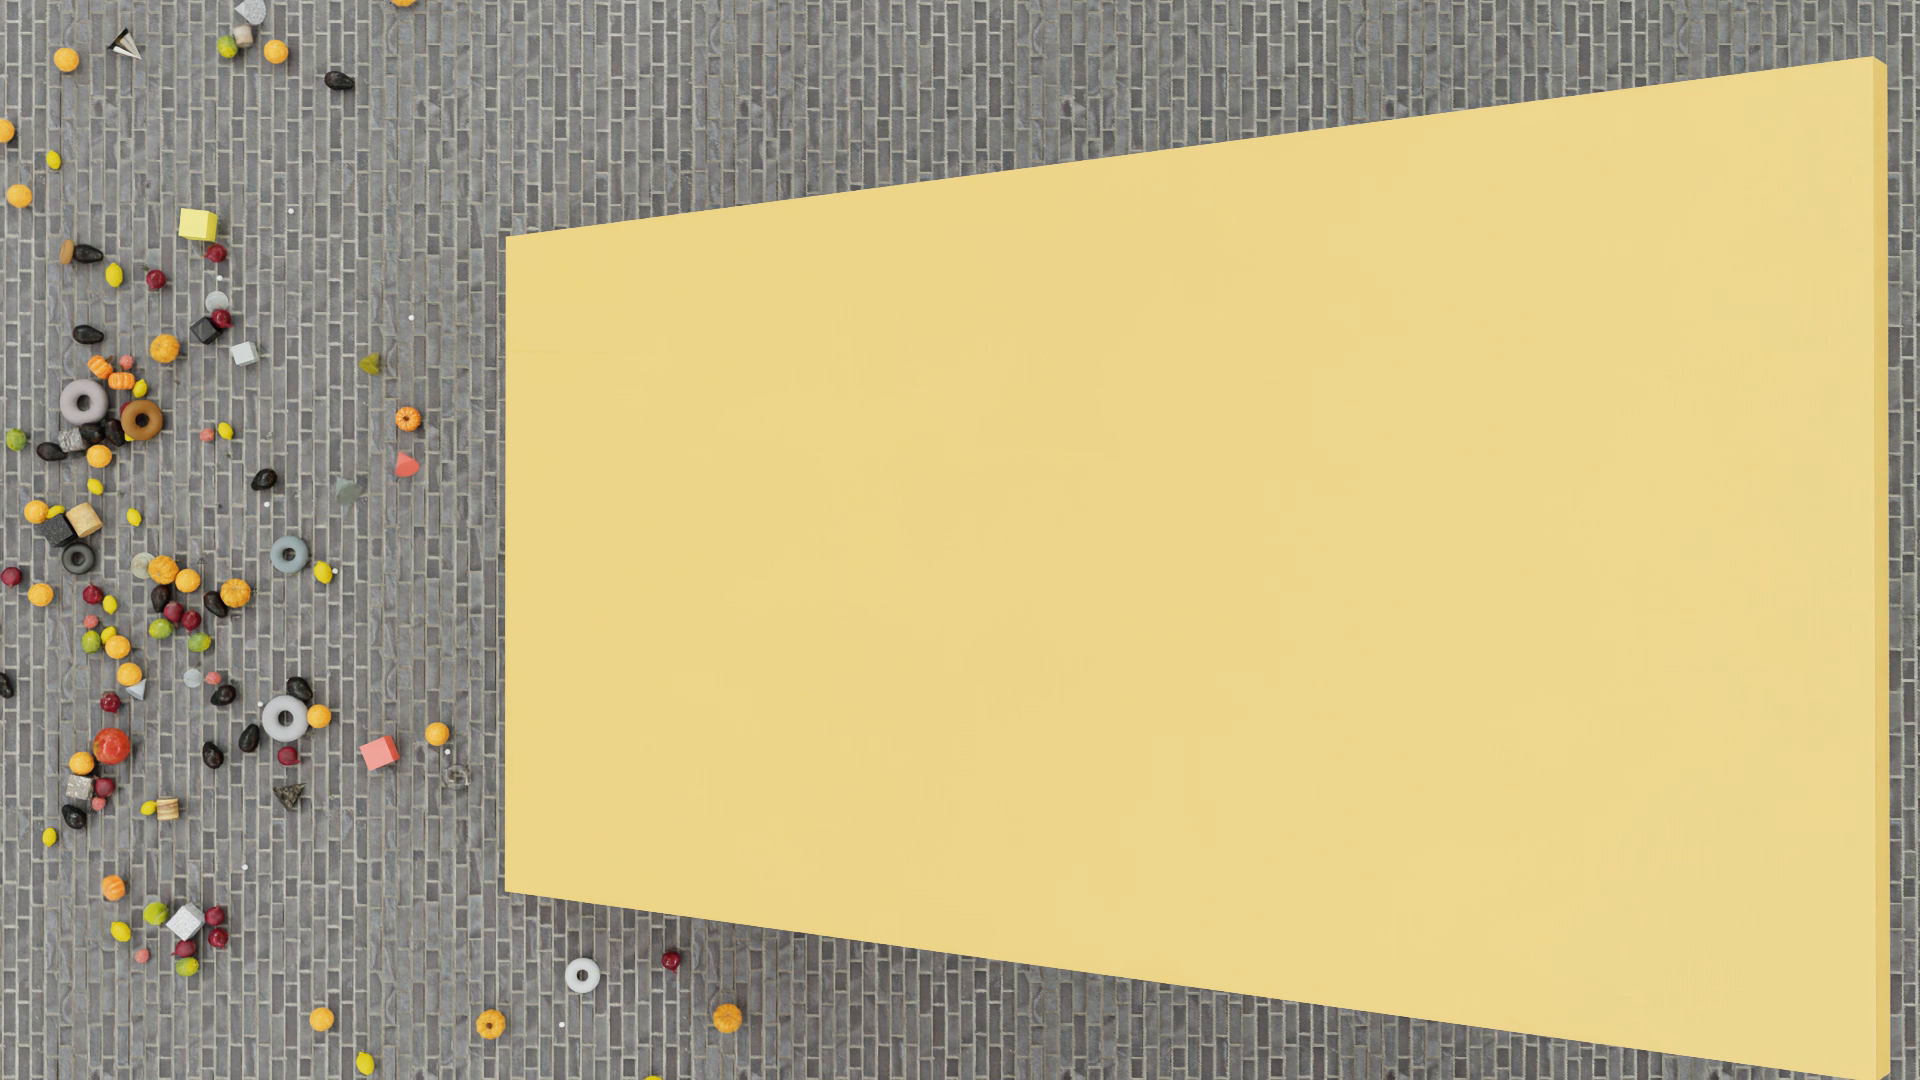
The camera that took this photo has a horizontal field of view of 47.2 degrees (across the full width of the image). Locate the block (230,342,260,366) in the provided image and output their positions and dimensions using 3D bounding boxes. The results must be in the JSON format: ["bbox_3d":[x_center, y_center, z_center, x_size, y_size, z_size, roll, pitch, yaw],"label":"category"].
[{"bbox_3d":[-2.202,-0.574,6.778,0.057,0.057,0.057,-18,90,0],"label":"block"}]

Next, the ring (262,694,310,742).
[{"bbox_3d":[-2.077,0.550,6.775,0.146,0.049,0.146,0,91,1],"label":"ring"}]

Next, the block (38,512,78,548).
[{"bbox_3d":[-2.766,-0.030,6.765,0.077,0.077,0.077,-32,90,0],"label":"block"}]

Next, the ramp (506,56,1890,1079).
[{"bbox_3d":[0.227,0.064,5.545,4.000,0.100,2.000,0,89,38],"label":"ramp"}]

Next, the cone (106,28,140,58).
[{"bbox_3d":[-2.567,-1.519,6.792,0.095,0.095,0.095,42,90,-26],"label":"cone"}]

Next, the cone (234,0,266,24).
[{"bbox_3d":[-2.210,-1.640,6.795,0.088,0.088,0.088,10,90,27],"label":"cone"}]

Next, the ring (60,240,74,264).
[{"bbox_3d":[-2.752,-0.887,6.776,0.027,0.080,0.080,13,90,-34],"label":"ring"}]

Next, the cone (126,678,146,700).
[{"bbox_3d":[-2.530,0.451,6.786,0.062,0.062,0.062,29,63,0],"label":"cone"}]

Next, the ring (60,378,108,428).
[{"bbox_3d":[-2.701,-0.422,6.781,0.150,0.050,0.150,0,90,1],"label":"ring"}]

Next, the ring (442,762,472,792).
[{"bbox_3d":[-1.552,0.731,6.784,0.088,0.029,0.088,0,88,0],"label":"ring"}]

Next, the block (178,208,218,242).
[{"bbox_3d":[-2.344,-0.969,6.768,0.083,0.083,0.083,6,90,0],"label":"block"}]

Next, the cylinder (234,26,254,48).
[{"bbox_3d":[-2.211,-1.554,6.788,0.052,0.052,0.052,-12,90,0],"label":"cylinder"}]

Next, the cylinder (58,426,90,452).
[{"bbox_3d":[-2.727,-0.310,6.771,0.069,0.069,0.069,-11,90,0],"label":"cylinder"}]

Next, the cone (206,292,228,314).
[{"bbox_3d":[-2.301,-0.735,6.772,0.072,0.072,0.072,0,90,0],"label":"cone"}]

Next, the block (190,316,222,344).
[{"bbox_3d":[-2.324,-0.645,6.778,0.060,0.060,0.060,-39,90,0],"label":"block"}]

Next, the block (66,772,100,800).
[{"bbox_3d":[-2.699,0.757,6.765,0.065,0.065,0.065,12,90,0],"label":"block"}]

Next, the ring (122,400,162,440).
[{"bbox_3d":[-2.514,-0.368,6.759,0.128,0.043,0.128,-9,104,-39],"label":"ring"}]

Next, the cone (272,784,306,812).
[{"bbox_3d":[-2.052,0.774,6.777,0.092,0.092,0.092,-36,90,-27],"label":"cone"}]

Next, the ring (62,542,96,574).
[{"bbox_3d":[-2.720,0.057,6.786,0.102,0.034,0.102,0,90,-1],"label":"ring"}]

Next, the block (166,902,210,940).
[{"bbox_3d":[-2.373,1.172,6.757,0.076,0.076,0.076,42,90,0],"label":"block"}]

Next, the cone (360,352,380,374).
[{"bbox_3d":[-1.809,-0.556,6.792,0.066,0.066,0.066,23,63,0],"label":"cone"}]

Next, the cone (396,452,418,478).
[{"bbox_3d":[-1.720,-0.247,6.788,0.075,0.075,0.075,-31,63,0],"label":"cone"}]

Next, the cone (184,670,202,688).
[{"bbox_3d":[-2.372,0.427,6.771,0.057,0.057,0.057,0,90,0],"label":"cone"}]

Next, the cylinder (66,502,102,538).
[{"bbox_3d":[-2.694,-0.062,6.764,0.079,0.079,0.079,-33,90,0],"label":"cylinder"}]

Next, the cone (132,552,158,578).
[{"bbox_3d":[-2.524,0.079,6.761,0.082,0.082,0.082,0,90,0],"label":"cone"}]

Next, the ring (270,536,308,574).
[{"bbox_3d":[-2.068,0.044,6.784,0.118,0.039,0.118,0,90,-1],"label":"ring"}]

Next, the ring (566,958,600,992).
[{"bbox_3d":[-1.163,1.341,6.776,0.109,0.036,0.109,0,89,1],"label":"ring"}]

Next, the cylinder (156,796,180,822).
[{"bbox_3d":[-2.437,0.828,6.766,0.063,0.063,0.063,-8,102,0],"label":"cylinder"}]

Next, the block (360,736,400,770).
[{"bbox_3d":[-1.782,0.654,6.759,0.080,0.080,0.080,-23,90,0],"label":"block"}]
